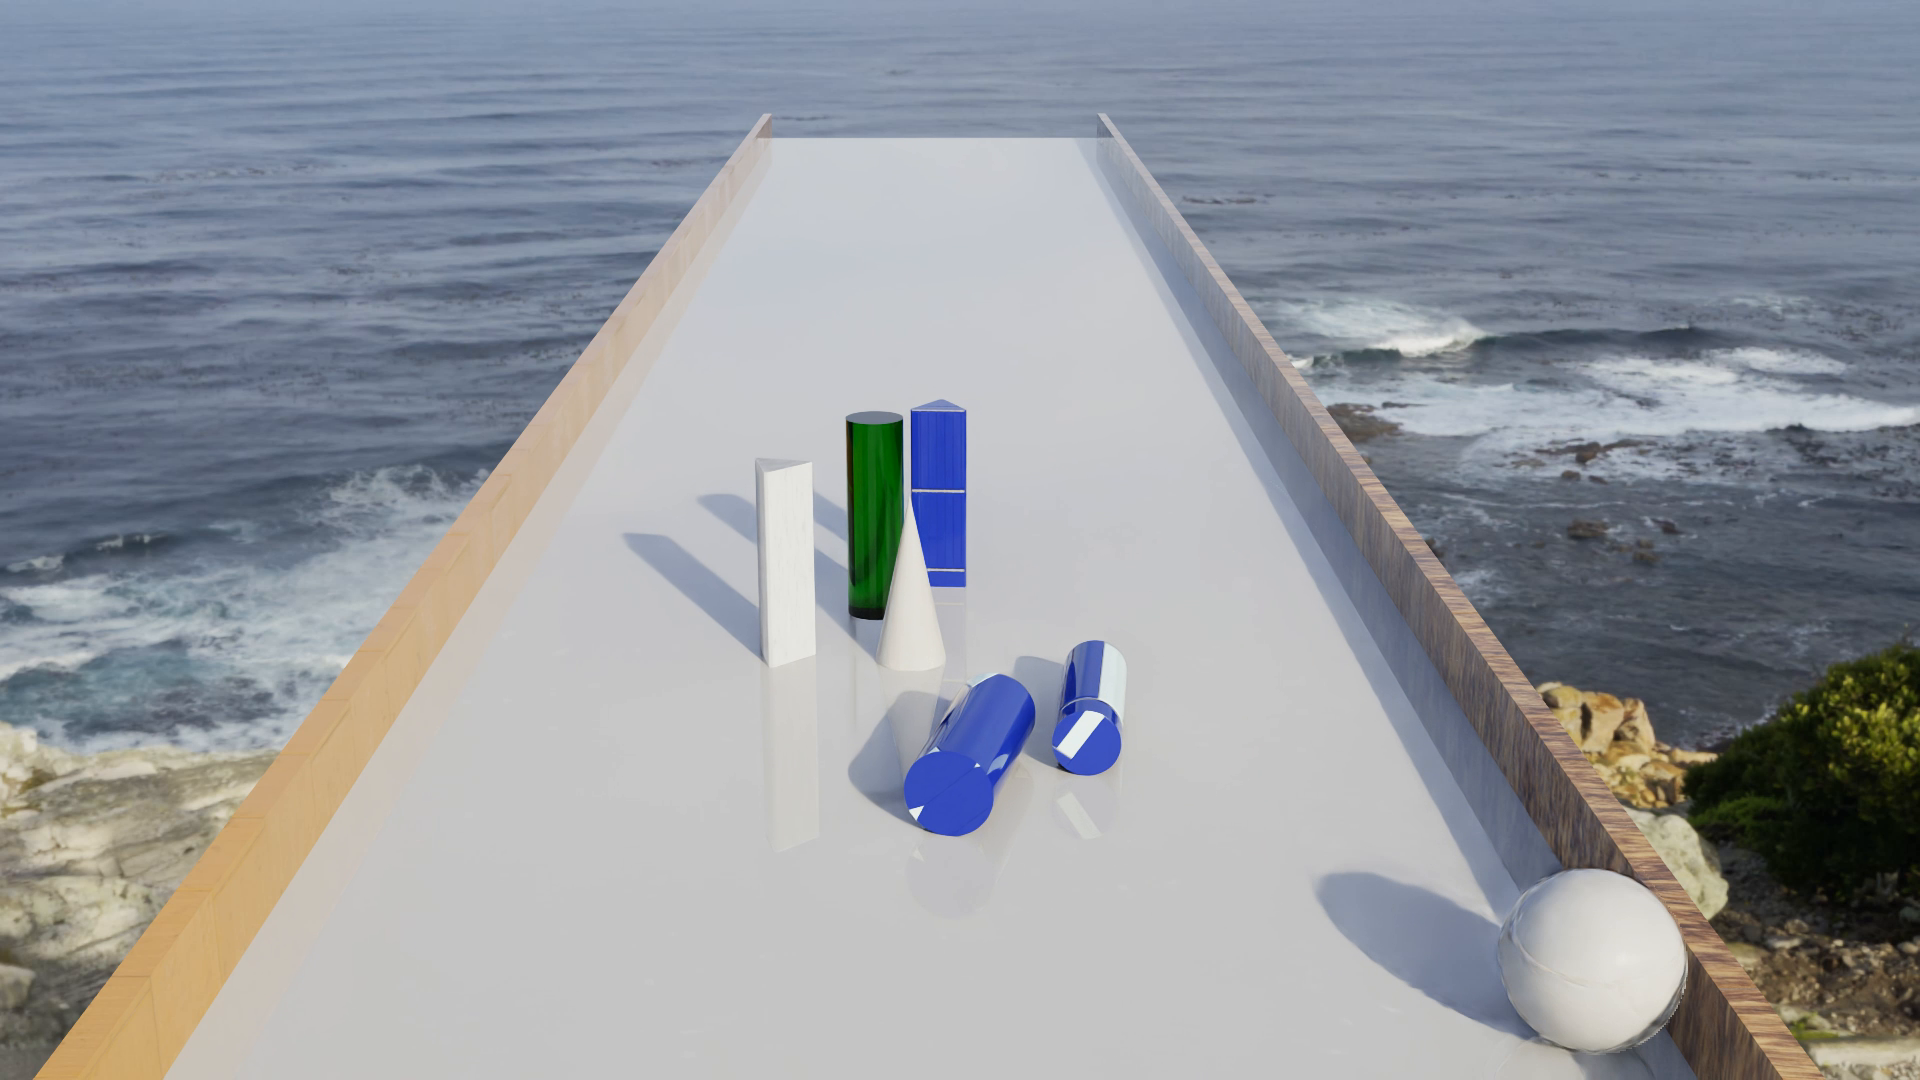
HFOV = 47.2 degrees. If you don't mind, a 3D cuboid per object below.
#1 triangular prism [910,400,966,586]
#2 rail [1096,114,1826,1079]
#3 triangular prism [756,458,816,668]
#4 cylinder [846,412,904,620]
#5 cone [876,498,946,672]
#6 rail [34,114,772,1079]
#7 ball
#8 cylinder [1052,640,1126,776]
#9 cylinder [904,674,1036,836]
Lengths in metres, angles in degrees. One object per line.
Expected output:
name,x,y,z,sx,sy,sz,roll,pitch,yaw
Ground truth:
triangular prism,-0.044,-0.104,4.873,0.120,0.402,0.104,1,17,4
rail,0.932,-0.844,7.801,0.050,0.150,12.000,0,17,-1
triangular prism,-0.370,0.039,4.391,0.118,0.401,0.102,-16,23,-42
cylinder,-0.179,-0.052,4.653,0.121,0.426,0.121,0,17,0
cone,-0.099,0.075,4.374,0.144,0.343,0.144,0,17,0
rail,-1.118,-0.838,7.780,0.050,0.150,12.000,0,17,-1
ball,0.840,0.558,2.927,0.241,0.241,0.241,0,17,0
cylinder,0.239,0.301,4.004,0.121,0.121,0.374,2,17,5
cylinder,0.022,0.360,3.753,0.150,0.150,0.377,4,17,12
